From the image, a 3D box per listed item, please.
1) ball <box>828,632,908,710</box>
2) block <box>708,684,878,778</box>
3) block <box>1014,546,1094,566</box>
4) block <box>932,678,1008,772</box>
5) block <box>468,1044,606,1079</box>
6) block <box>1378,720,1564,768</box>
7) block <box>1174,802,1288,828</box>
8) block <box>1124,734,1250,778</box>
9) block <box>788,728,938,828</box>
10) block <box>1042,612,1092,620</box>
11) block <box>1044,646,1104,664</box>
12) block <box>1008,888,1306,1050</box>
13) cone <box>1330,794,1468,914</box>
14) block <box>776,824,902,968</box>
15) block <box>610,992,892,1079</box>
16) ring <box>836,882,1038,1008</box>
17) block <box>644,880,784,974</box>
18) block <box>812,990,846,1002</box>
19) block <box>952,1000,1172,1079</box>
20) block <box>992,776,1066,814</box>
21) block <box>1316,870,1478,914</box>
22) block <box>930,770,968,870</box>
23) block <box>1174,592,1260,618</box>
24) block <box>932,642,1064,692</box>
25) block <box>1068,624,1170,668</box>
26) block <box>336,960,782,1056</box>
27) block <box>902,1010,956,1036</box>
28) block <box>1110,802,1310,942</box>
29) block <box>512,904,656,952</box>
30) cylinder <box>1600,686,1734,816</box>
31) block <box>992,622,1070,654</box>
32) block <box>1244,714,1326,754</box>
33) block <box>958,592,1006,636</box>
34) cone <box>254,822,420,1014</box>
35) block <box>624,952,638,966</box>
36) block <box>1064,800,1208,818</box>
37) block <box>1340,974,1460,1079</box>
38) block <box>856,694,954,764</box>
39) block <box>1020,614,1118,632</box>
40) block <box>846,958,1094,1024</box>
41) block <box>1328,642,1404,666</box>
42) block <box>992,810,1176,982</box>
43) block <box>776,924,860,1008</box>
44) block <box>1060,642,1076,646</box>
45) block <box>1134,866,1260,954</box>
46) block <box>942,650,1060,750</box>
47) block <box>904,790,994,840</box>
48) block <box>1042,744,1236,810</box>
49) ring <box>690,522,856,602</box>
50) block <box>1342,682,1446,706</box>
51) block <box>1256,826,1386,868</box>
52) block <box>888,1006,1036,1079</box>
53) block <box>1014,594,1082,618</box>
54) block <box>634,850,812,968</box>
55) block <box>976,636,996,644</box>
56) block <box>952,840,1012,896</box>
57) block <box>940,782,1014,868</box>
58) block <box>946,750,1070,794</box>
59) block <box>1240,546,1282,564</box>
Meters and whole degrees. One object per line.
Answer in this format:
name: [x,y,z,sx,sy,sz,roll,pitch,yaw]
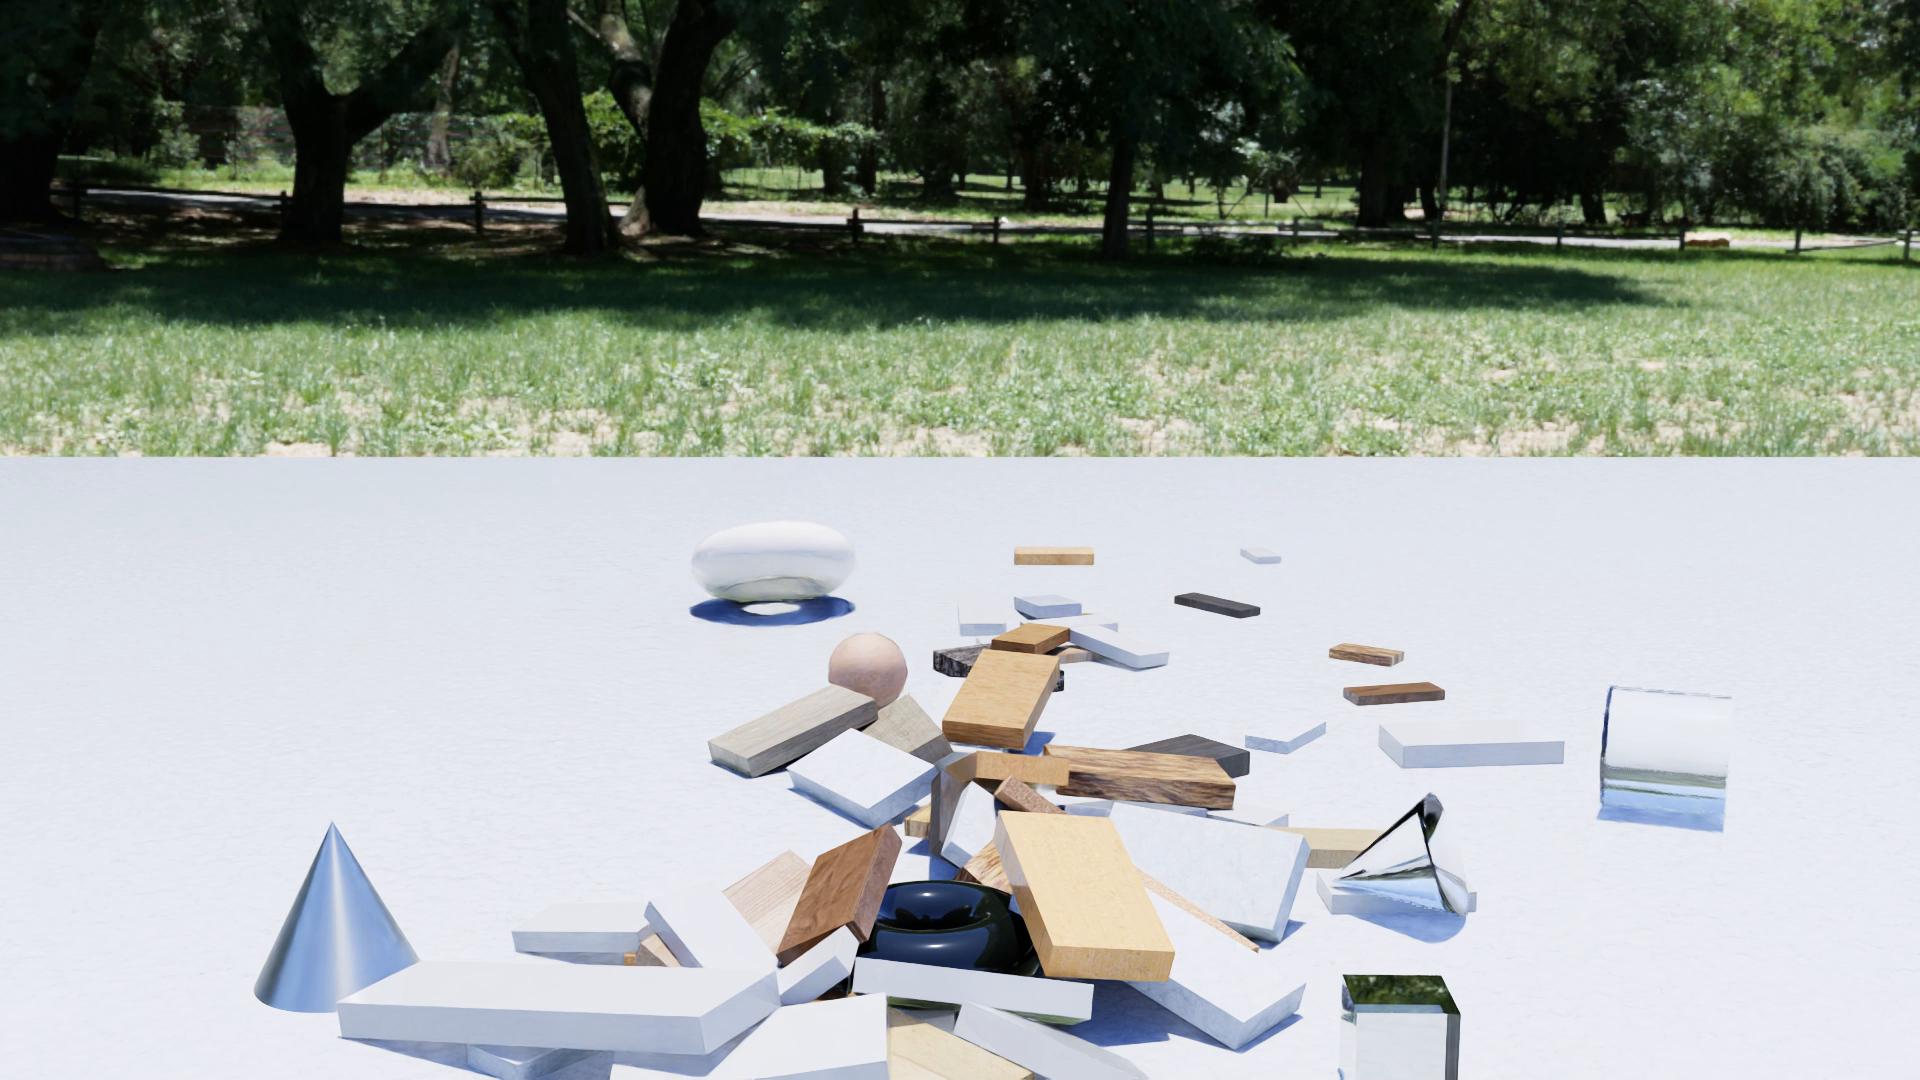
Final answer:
ball: [-0.203,0.289,4.813,0.175,0.175,0.175,0,11,0]
block: [-0.337,0.385,4.457,0.311,0.044,0.156,-23,22,-32]
block: [0.278,0.047,6.505,0.233,0.033,0.117,0,11,1]
block: [0.026,0.377,4.498,0.162,0.046,0.324,2,23,8]
block: [-0.559,0.691,3.039,0.108,0.030,0.215,9,14,40]
block: [1.040,0.415,4.484,0.333,0.047,0.166,-1,11,-6]
block: [0.496,0.508,4.037,0.191,0.027,0.095,8,13,37]
block: [0.391,0.447,4.308,0.333,0.047,0.167,-8,13,-38]
block: [-0.184,0.448,4.163,0.156,0.044,0.311,-30,24,-25]
block: [0.288,0.209,5.667,0.140,0.020,0.070,-4,11,-18]
block: [0.255,0.276,5.295,0.160,0.023,0.080,-5,11,-23]
block: [0.284,0.592,3.208,0.414,0.048,0.168,27,26,33]
cone: [0.691,0.530,3.559,0.198,0.198,0.198,-18,3,23]
block: [-0.177,0.533,3.286,0.136,0.039,0.273,-27,16,19]
block: [-0.270,0.680,2.863,0.358,0.051,0.179,-8,17,0]
ring: [-0.044,0.603,3.293,0.343,0.114,0.343,-1,10,0]
block: [-0.346,0.598,3.195,0.116,0.033,0.232,-12,45,-43]
block: [-0.213,0.679,3.133,0.148,0.021,0.074,-9,14,-41]
block: [0.159,0.683,2.858,0.162,0.046,0.325,26,-9,-41]
block: [0.117,0.458,3.795,0.113,0.032,0.226,34,-10,2]
block: [0.719,0.580,3.633,0.239,0.034,0.119,-1,11,-3]
block: [0.002,0.492,3.802,0.107,0.030,0.214,31,23,-15]
block: [0.684,0.174,5.853,0.076,0.021,0.246,-8,13,-38]
block: [0.087,0.302,5.095,0.162,0.046,0.324,-6,12,-29]
block: [0.377,0.255,5.286,0.111,0.031,0.237,-3,17,-44]
block: [-0.557,0.636,3.013,0.623,0.051,0.179,-5,7,29]
block: [-0.042,0.693,3.058,0.074,0.021,0.148,-1,11,-3]
block: [0.379,0.534,3.551,0.336,0.168,0.048,6,-32,30]
block: [-0.564,0.601,3.410,0.232,0.033,0.116,-5,11,25]
cylinder: [1.323,0.395,4.114,0.221,0.221,0.221,4,11,21]
block: [0.170,0.238,5.239,0.111,0.031,0.222,6,11,24]
block: [0.680,0.405,4.588,0.095,0.027,0.191,7,13,33]
block: [0.055,0.191,5.729,0.117,0.033,0.392,0,11,-1]
cone: [-0.927,0.537,3.271,0.250,0.250,0.250,0,11,0]
block: [-0.448,0.622,3.414,0.108,0.030,0.215,0,11,2]
block: [0.311,0.490,3.853,0.165,0.047,0.330,4,-3,21]
block: [0.580,0.663,2.910,0.133,0.133,0.133,0,11,1]
block: [-0.126,0.401,4.386,0.156,0.044,0.311,-29,16,-7]
block: [0.275,0.223,5.559,0.222,0.031,0.111,-4,11,-23]
block: [0.010,0.626,3.047,0.325,0.046,0.162,7,-16,-4]
block: [0.979,0.276,5.297,0.160,0.023,0.080,7,13,34]
block: [0.175,0.515,3.208,0.179,0.051,0.358,6,23,-15]
block: [-0.245,0.626,3.017,0.232,0.033,0.116,-37,6,9]
block: [0.315,0.257,5.403,0.151,0.021,0.076,-2,11,-12]
block: [0.282,0.591,3.386,0.168,0.048,0.336,-8,22,-35]
block: [0.087,0.323,4.503,0.167,0.047,0.333,5,24,14]
block: [-0.006,0.492,3.947,0.107,0.030,0.214,5,11,23]
block: [0.329,0.438,4.081,0.330,0.047,0.165,6,11,-10]
ring: [-0.495,0.061,5.848,0.443,0.148,0.443,-4,-14,-1]
block: [0.972,0.345,4.928,0.211,0.023,0.080,-3,11,-14]
block: [0.641,0.539,3.850,0.419,0.034,0.119,1,11,5]
block: [-0.071,0.701,2.883,0.162,0.046,0.325,-20,21,-39]
block: [0.229,0.173,5.757,0.117,0.033,0.233,-3,5,-14]
block: [-0.319,0.586,3.301,0.136,0.039,0.350,35,33,21]
block: [0.087,0.260,5.394,0.070,0.020,0.140,-2,11,-11]
block: [0.077,0.550,3.621,0.113,0.032,0.226,41,21,9]
block: [0.040,0.504,3.749,0.113,0.032,0.226,36,22,-4]
block: [0.082,0.431,4.023,0.165,0.047,0.330,6,-12,-9]
block: [0.894,0.046,6.538,0.076,0.021,0.151,-2,11,-12]
